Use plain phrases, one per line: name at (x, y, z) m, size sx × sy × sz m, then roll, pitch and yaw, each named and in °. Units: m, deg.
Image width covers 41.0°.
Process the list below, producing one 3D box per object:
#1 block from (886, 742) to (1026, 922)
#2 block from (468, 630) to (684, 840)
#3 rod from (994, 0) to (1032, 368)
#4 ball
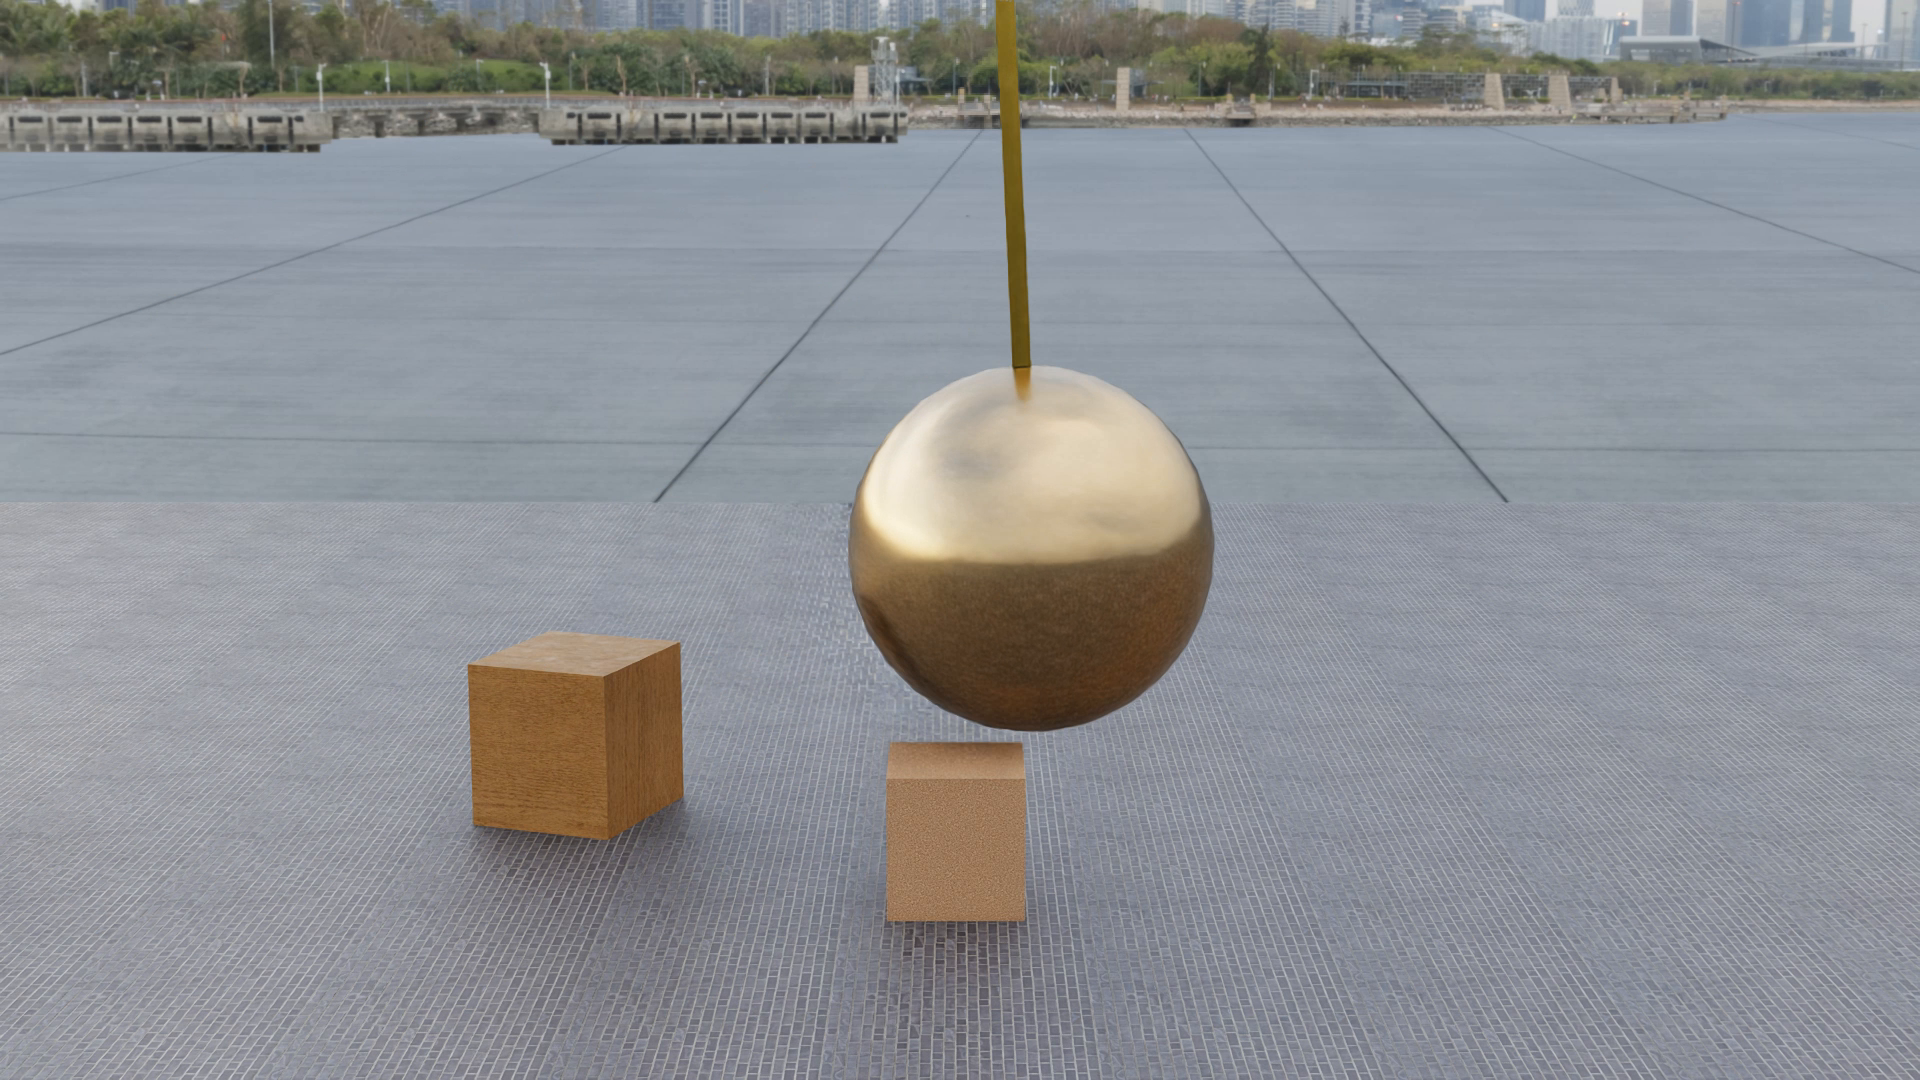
block at (-0.017, 1.243, 11.003) m, size 0.579 × 0.618 × 0.592 m, roll 0°, pitch 10°, yaw 0°
block at (-1.833, 0.922, 12.319) m, size 0.716 × 0.779 × 0.784 m, roll 4°, pitch 11°, yaw 20°
rod at (0.133, -3.305, 10.579) m, size 0.080 × 5.200 × 0.080 m, roll -3°, pitch 10°, yaw 1°
ball at (0.307, 0.036, 11.187) m, size 1.600 × 1.600 × 1.600 m, roll 0°, pitch 10°, yaw 0°
